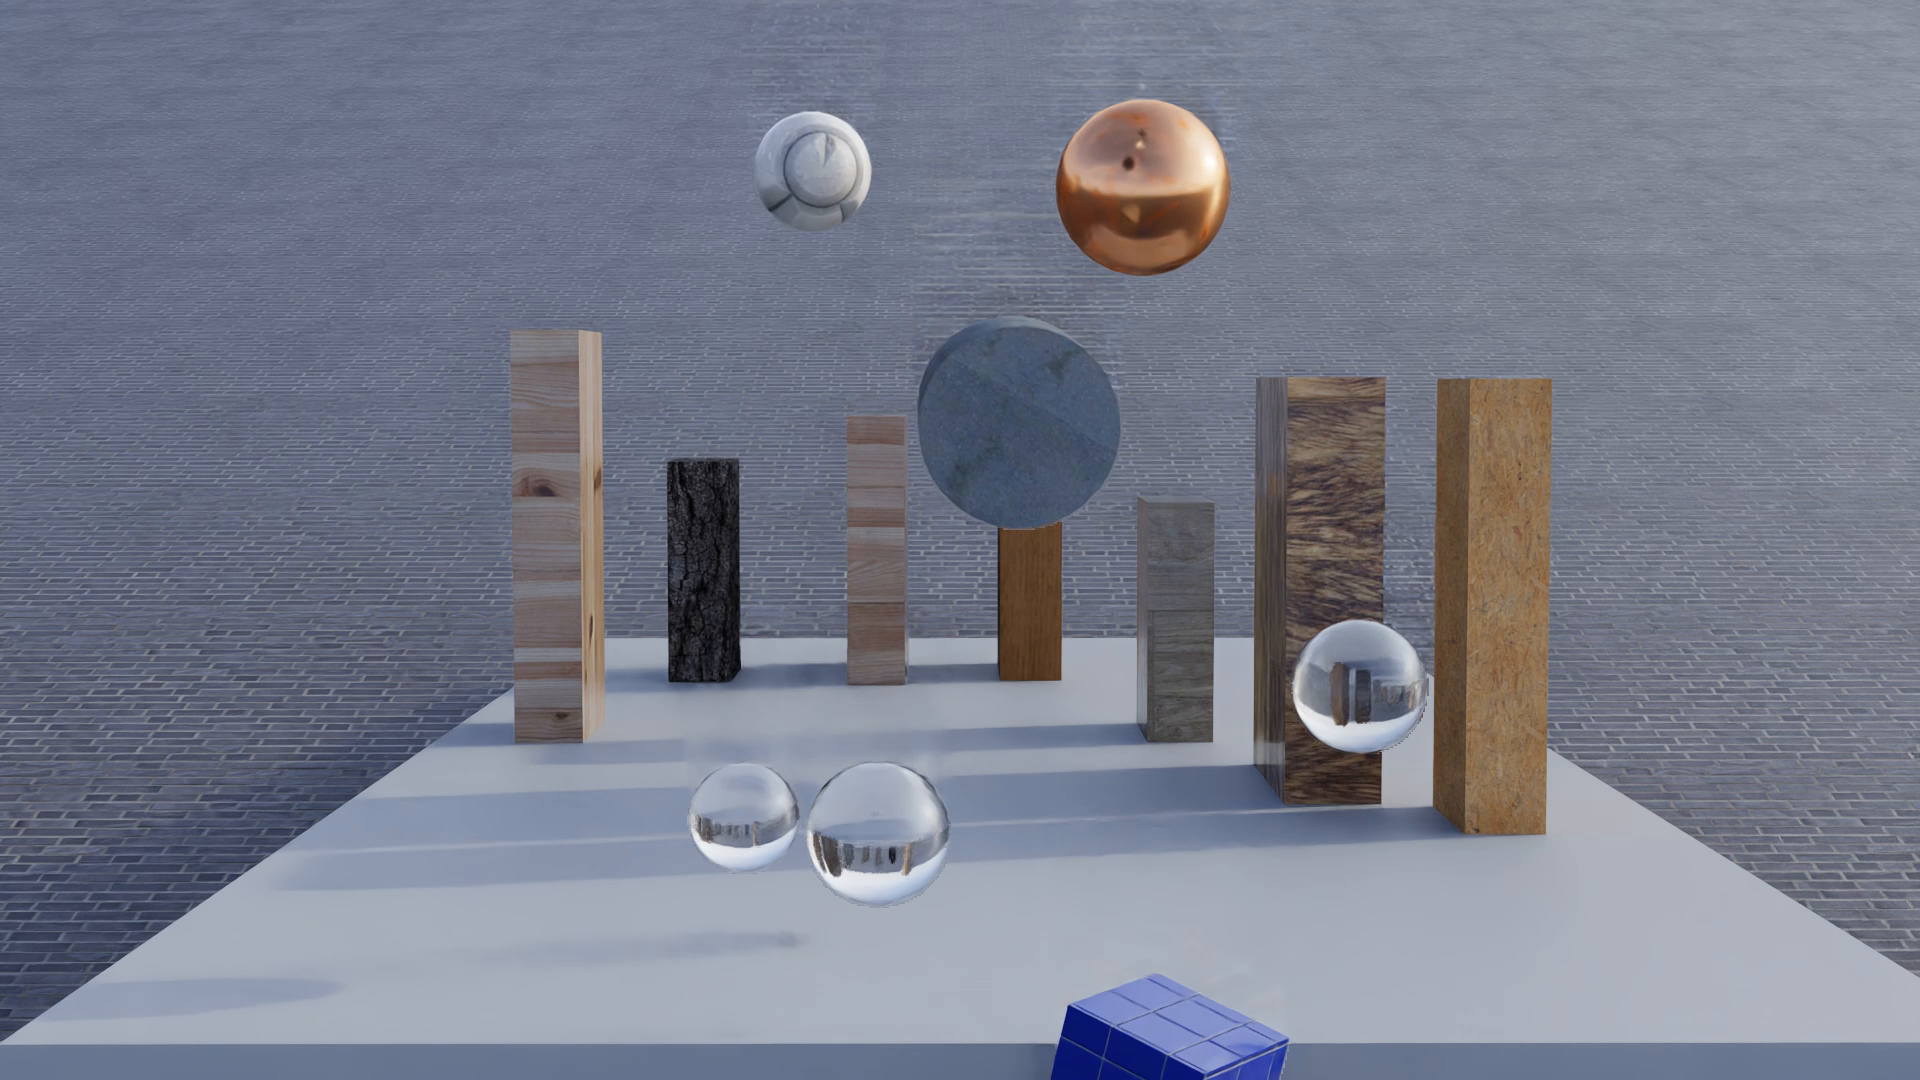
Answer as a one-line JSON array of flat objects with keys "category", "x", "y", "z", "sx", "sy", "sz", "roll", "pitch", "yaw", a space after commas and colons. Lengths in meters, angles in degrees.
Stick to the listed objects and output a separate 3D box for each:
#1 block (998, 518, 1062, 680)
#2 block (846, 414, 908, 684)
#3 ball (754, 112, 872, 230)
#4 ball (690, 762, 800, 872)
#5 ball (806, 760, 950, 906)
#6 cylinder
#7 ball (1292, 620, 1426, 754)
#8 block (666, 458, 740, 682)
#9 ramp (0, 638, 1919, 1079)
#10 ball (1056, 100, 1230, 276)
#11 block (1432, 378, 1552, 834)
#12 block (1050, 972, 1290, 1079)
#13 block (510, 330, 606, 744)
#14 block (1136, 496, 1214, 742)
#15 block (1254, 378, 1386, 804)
[{"category": "block", "x": 0.154, "y": 0.078, "z": 5.761, "sx": 0.134, "sy": 0.436, "sz": 0.346, "roll": 0, "pitch": 4, "yaw": 0}, {"category": "block", "x": -0.181, "y": 0.010, "z": 5.727, "sx": 0.123, "sy": 0.576, "sz": 0.448, "roll": 0, "pitch": 4, "yaw": 0}, {"category": "ball", "x": -0.164, "y": -0.409, "z": 2.846, "sx": 0.130, "sy": 0.130, "sz": 0.130, "roll": 0, "pitch": 20, "yaw": 0}, {"category": "ball", "x": -0.224, "y": 0.288, "z": 2.672, "sx": 0.114, "sy": 0.114, "sz": 0.114, "roll": 0, "pitch": 20, "yaw": 0}, {"category": "ball", "x": -0.096, "y": 0.345, "z": 3.025, "sx": 0.169, "sy": 0.169, "sz": 0.169, "roll": 0, "pitch": 20, "yaw": 0}, {"category": "cylinder", "x": 0.054, "y": -0.120, "z": 2.534, "sx": 0.192, "sy": 0.192, "sz": 0.192, "roll": 0, "pitch": 8, "yaw": -1}, {"category": "ball", "x": 0.424, "y": 0.155, "z": 2.726, "sx": 0.142, "sy": 0.142, "sz": 0.142, "roll": 0, "pitch": 20, "yaw": 0}, {"category": "block", "x": -0.565, "y": 0.062, "z": 5.678, "sx": 0.135, "sy": 0.479, "sz": 0.245, "roll": 0, "pitch": 4, "yaw": 0}, {"category": "ramp", "x": 0.047, "y": 0.423, "z": 4.534, "sx": 2.000, "sy": 0.100, "sz": 4.000, "roll": 0, "pitch": 4, "yaw": 0}, {"category": "ball", "x": 0.201, "y": -0.387, "z": 2.820, "sx": 0.192, "sy": 0.192, "sz": 0.192, "roll": 0, "pitch": 20, "yaw": 0}, {"category": "block", "x": 0.785, "y": 0.089, "z": 3.804, "sx": 0.117, "sy": 0.656, "sz": 0.249, "roll": 0, "pitch": 4, "yaw": 0}, {"category": "block", "x": 0.188, "y": 0.520, "z": 2.408, "sx": 0.152, "sy": 0.152, "sz": 0.152, "roll": 22, "pitch": 16, "yaw": 34}, {"category": "block", "x": -0.743, "y": -0.014, "z": 4.763, "sx": 0.123, "sy": 0.744, "sz": 0.296, "roll": 0, "pitch": 4, "yaw": 0}, {"category": "block", "x": 0.398, "y": 0.141, "z": 4.763, "sx": 0.120, "sy": 0.434, "sz": 0.266, "roll": 0, "pitch": 4, "yaw": 0}, {"category": "block", "x": 0.575, "y": 0.067, "z": 4.152, "sx": 0.150, "sy": 0.658, "sz": 0.417, "roll": 0, "pitch": 4, "yaw": 0}]
